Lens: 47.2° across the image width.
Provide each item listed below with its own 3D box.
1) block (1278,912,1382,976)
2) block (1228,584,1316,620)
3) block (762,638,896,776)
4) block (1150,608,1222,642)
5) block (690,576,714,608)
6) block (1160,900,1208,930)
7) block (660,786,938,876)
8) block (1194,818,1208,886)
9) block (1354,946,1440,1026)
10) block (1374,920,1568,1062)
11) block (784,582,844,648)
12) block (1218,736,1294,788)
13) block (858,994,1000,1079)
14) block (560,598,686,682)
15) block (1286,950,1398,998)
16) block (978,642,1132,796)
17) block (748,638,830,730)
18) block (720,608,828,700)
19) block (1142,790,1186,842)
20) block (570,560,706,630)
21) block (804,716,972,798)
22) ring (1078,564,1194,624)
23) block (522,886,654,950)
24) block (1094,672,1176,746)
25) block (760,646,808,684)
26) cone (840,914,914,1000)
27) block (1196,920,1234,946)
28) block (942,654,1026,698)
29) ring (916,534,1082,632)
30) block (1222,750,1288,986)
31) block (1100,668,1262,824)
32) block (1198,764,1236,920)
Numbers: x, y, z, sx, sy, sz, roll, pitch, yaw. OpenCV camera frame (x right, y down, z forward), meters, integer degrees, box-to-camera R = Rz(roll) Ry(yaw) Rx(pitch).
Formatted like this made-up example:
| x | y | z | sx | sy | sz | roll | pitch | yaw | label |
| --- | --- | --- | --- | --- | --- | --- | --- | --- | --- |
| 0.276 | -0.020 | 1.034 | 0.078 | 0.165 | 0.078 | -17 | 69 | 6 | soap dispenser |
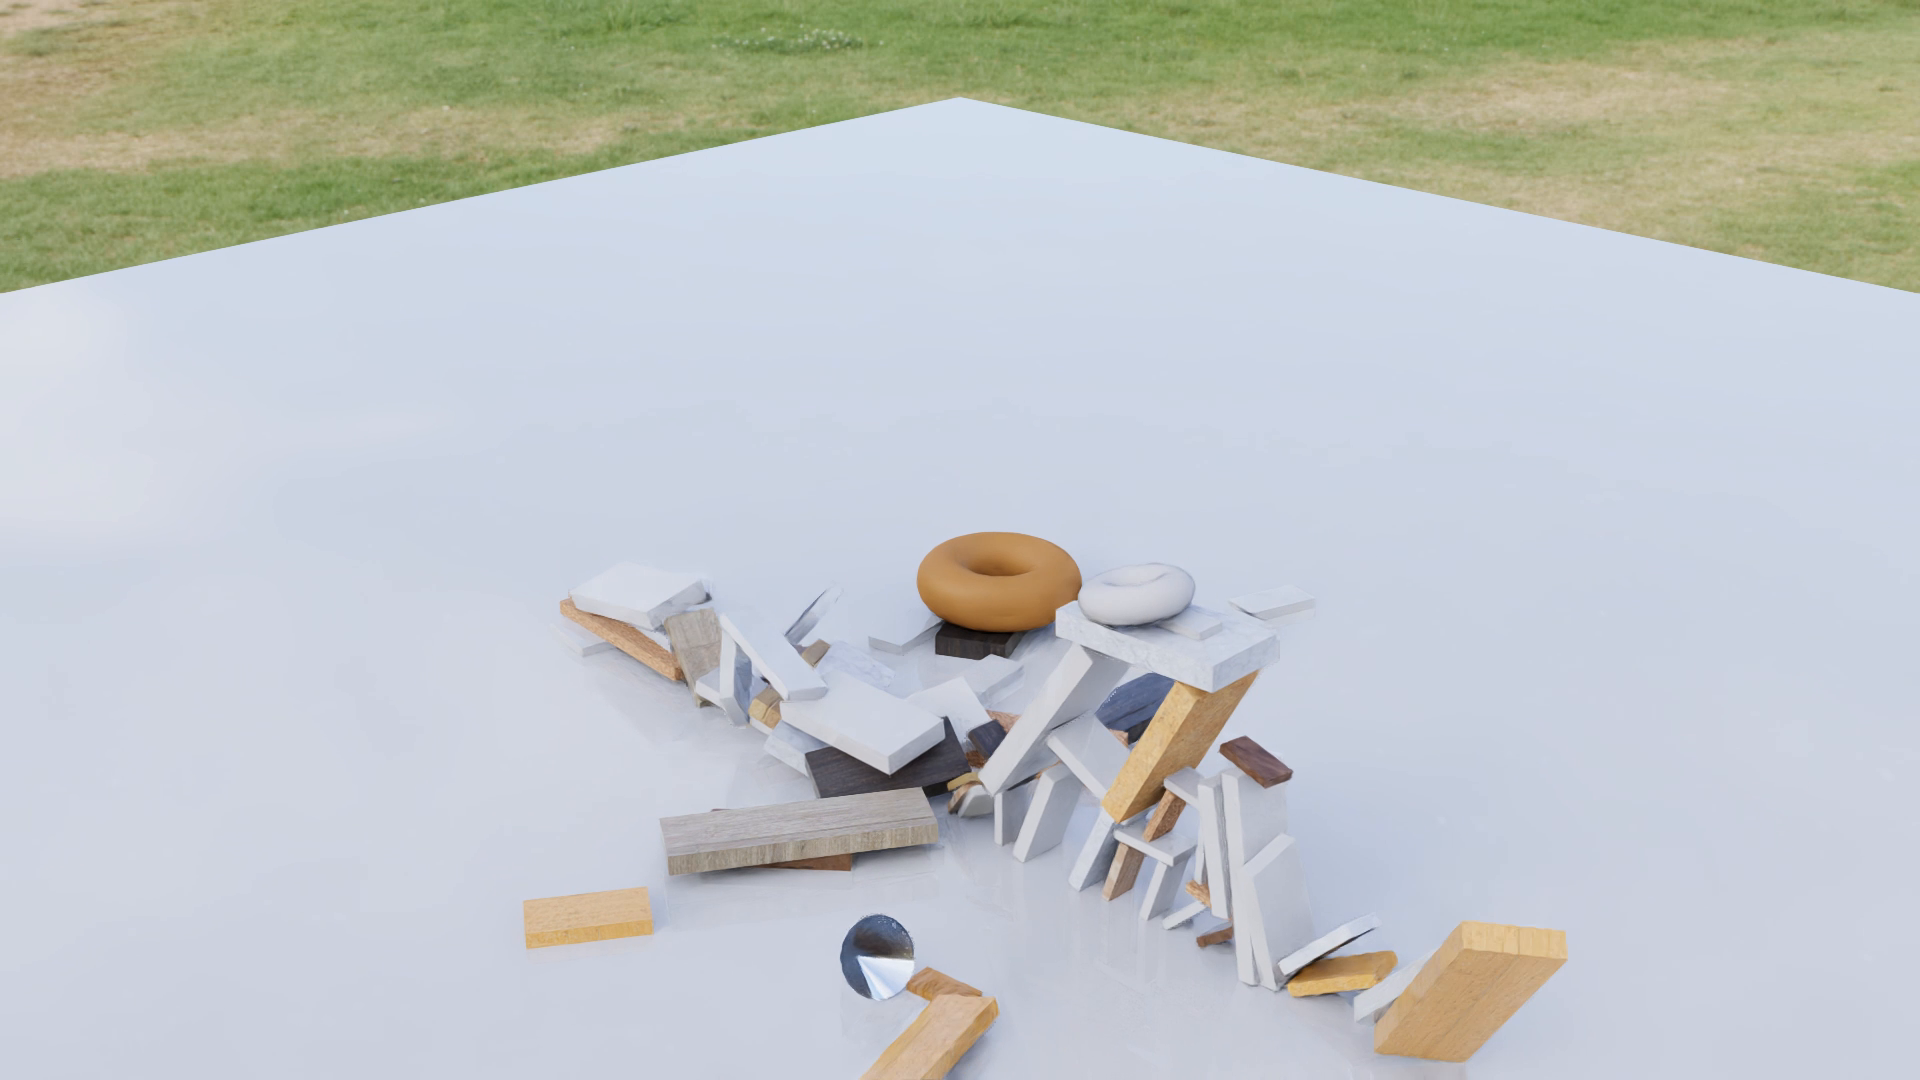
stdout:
| x | y | z | sx | sy | sz | roll | pitch | yaw | label |
| --- | --- | --- | --- | --- | --- | --- | --- | --- | --- |
| 0.643 | 0.702 | 3.827 | 0.089 | 0.177 | 0.025 | -11 | 67 | -43 | block |
| 0.760 | 0.155 | 5.361 | 0.190 | 0.027 | 0.095 | -12 | 26 | -26 | block |
| -0.275 | 0.364 | 4.728 | 0.155 | 0.044 | 0.430 | 31 | 31 | 1 | block |
| 0.393 | 0.143 | 3.844 | 0.061 | 0.017 | 0.121 | -21 | 29 | -39 | block |
| -0.660 | 0.136 | 5.121 | 0.175 | 0.025 | 0.087 | -15 | 23 | 4 | block |
| 0.431 | 0.675 | 4.036 | 0.065 | 0.018 | 0.130 | -20 | -15 | -38 | block |
| -0.314 | 0.564 | 4.272 | 0.522 | 0.042 | 0.148 | -5 | 24 | -13 | block |
| 0.458 | 0.546 | 3.965 | 0.066 | 0.146 | 0.019 | -15 | 29 | -35 | block |
| 0.788 | 0.746 | 3.612 | 0.155 | 0.310 | 0.044 | 15 | 59 | -12 | block |
| 0.794 | 0.719 | 3.466 | 0.155 | 0.541 | 0.044 | 6 | 61 | -2 | block |
| -0.350 | 0.190 | 4.971 | 0.032 | 0.226 | 0.113 | 41 | 46 | -4 | block |
| 0.513 | 0.384 | 3.811 | 0.061 | 0.017 | 0.122 | -15 | 36 | -34 | block |
| -0.054 | 0.851 | 3.675 | 0.115 | 0.033 | 0.291 | -5 | 17 | 32 | block |
| -0.758 | 0.218 | 5.143 | 0.113 | 0.032 | 0.485 | -19 | 29 | -37 | block |
| 0.668 | 0.757 | 3.841 | 0.177 | 0.025 | 0.089 | -18 | 7 | 41 | block |
| 0.198 | 0.310 | 4.135 | 0.179 | 0.453 | 0.051 | -22 | 65 | -40 | block |
| -0.320 | 0.338 | 4.824 | 0.160 | 0.045 | 0.320 | 32 | 31 | 8 | block |
| -0.397 | 0.240 | 4.646 | 0.093 | 0.026 | 0.314 | -4 | 32 | -34 | block |
| 0.383 | 0.493 | 4.021 | 0.066 | 0.131 | 0.019 | -21 | 56 | -40 | block |
| -0.750 | 0.126 | 5.117 | 0.160 | 0.045 | 0.326 | -33 | 28 | -33 | block |
| -0.146 | 0.468 | 4.482 | 0.310 | 0.044 | 0.155 | -14 | 50 | -15 | block |
| 0.310 | 0.095 | 3.866 | 0.208 | 0.069 | 0.208 | -9 | 13 | 2 | ring |
| -0.689 | 0.699 | 4.072 | 0.230 | 0.033 | 0.115 | -5 | 23 | -11 | block |
| 0.393 | 0.370 | 4.835 | 0.295 | 0.042 | 0.148 | -21 | 31 | -40 | block |
| -0.373 | 0.297 | 5.028 | 0.093 | 0.026 | 0.185 | 10 | 25 | 22 | block |
| -0.180 | 0.743 | 3.920 | 0.146 | 0.146 | 0.146 | -15 | -2 | -31 | cone |
| 0.492 | 0.704 | 3.983 | 0.065 | 0.018 | 0.130 | -21 | -6 | -40 | block |
| 0.054 | 0.316 | 4.983 | 0.095 | 0.027 | 0.190 | 16 | 28 | 33 | block |
| 0.093 | 0.097 | 5.244 | 0.394 | 0.131 | 0.394 | 1 | 24 | 0 | ring |
| 0.531 | 0.579 | 3.886 | 0.125 | 0.398 | 0.035 | -21 | 21 | -40 | block |
| 0.393 | 0.352 | 3.933 | 0.179 | 0.358 | 0.051 | -21 | 59 | -39 | block |
| 0.487 | 0.530 | 3.894 | 0.125 | 0.250 | 0.035 | -21 | 20 | -40 | block |
